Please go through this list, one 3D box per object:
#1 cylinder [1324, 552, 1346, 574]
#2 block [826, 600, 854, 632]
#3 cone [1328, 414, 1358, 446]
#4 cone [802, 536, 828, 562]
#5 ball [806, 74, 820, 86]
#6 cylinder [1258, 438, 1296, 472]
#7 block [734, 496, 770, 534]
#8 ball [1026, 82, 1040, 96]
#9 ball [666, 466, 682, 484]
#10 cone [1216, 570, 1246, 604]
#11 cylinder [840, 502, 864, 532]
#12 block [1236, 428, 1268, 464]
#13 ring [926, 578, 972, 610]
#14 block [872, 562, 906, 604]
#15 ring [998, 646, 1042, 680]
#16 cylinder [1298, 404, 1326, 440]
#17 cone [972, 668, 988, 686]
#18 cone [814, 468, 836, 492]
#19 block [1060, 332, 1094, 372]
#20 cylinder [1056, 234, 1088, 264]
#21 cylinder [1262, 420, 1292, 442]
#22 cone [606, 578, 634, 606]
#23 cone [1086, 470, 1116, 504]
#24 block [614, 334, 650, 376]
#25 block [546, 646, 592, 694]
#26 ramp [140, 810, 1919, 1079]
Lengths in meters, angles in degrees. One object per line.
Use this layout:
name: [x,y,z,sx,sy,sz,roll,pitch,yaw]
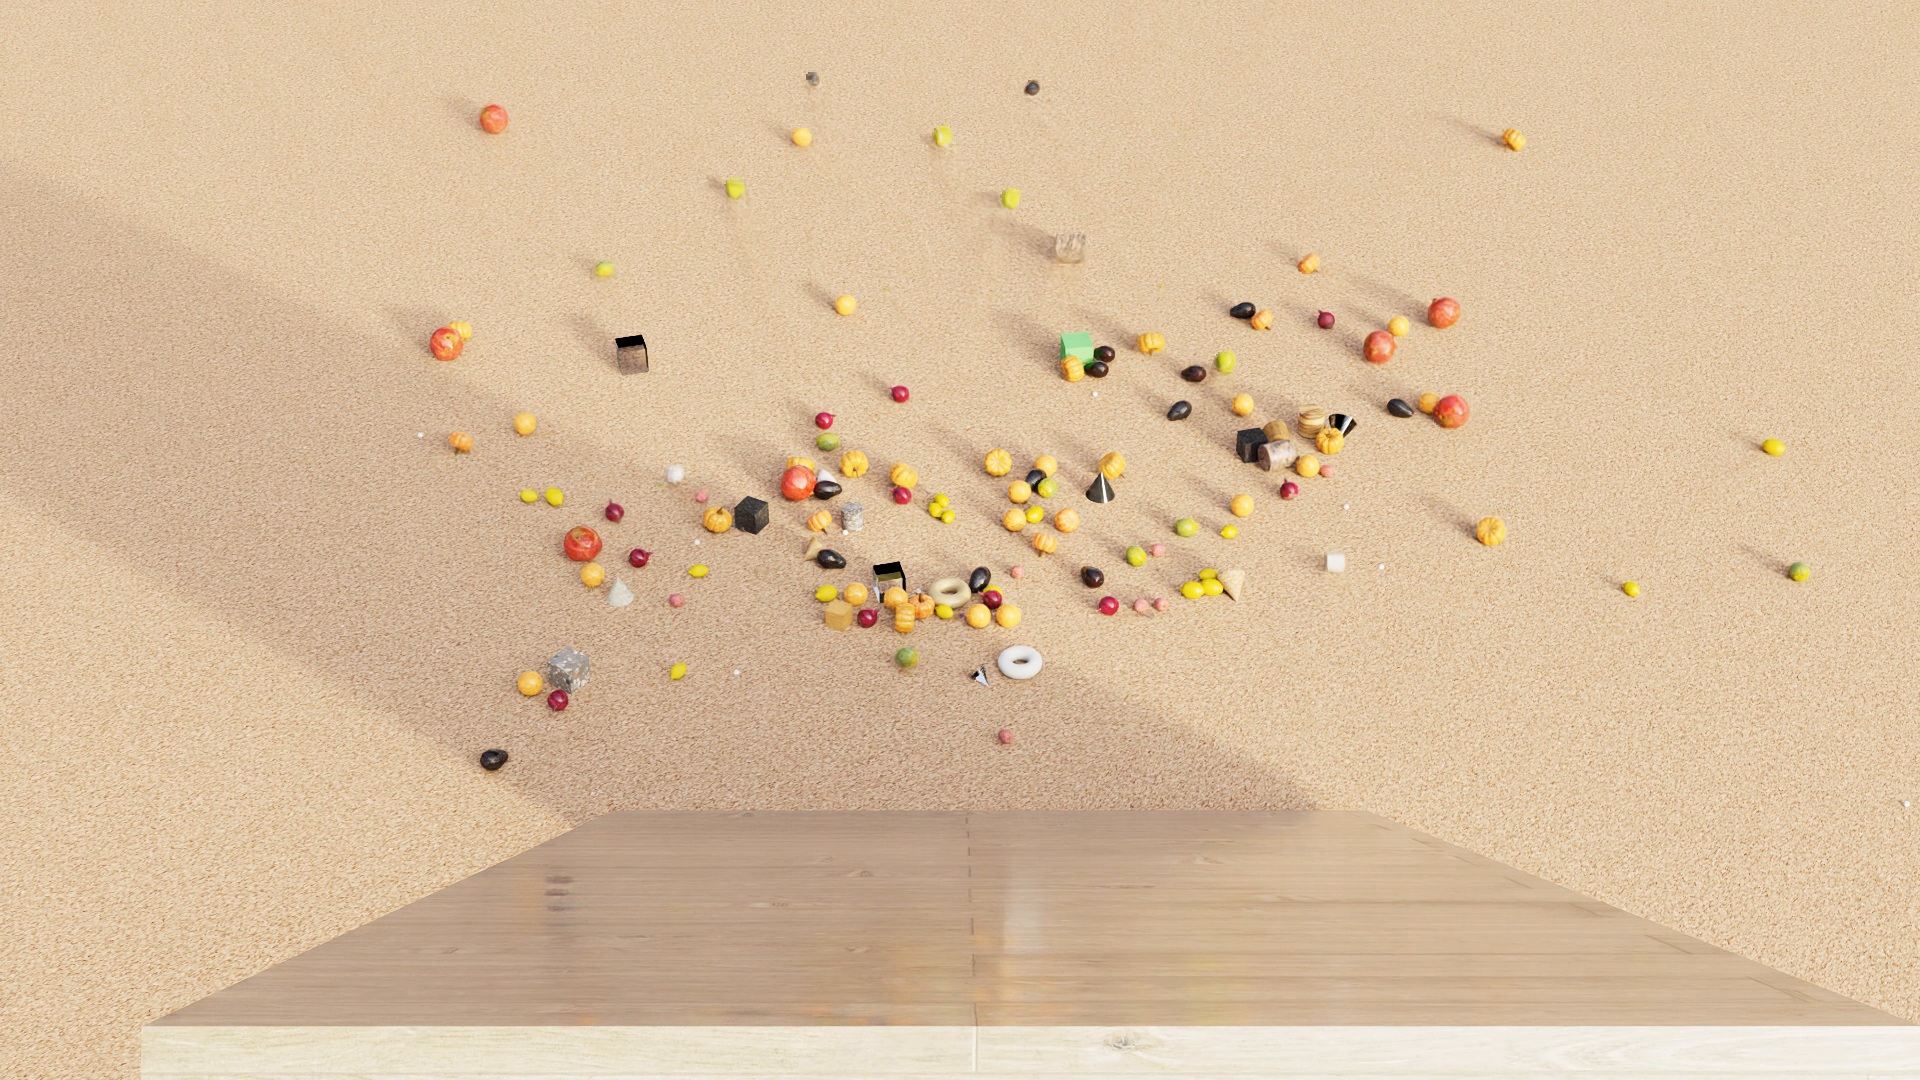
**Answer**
cylinder: [1.136,0.070,7.872,0.051,0.051,0.051,20,38,-1]
block: [-0.356,0.222,7.660,0.060,0.060,0.060,15,39,20]
cone: [1.227,-0.343,8.431,0.096,0.096,0.096,14,65,18]
cone: [-0.453,0.041,7.924,0.075,0.075,0.075,-42,48,-8]
ball: [-0.588,-1.844,10.429,0.054,0.054,0.054,0,37,0]
cylinder: [1.010,-0.269,8.294,0.090,0.090,0.090,-14,39,-18]
block: [-0.644,-0.077,8.046,0.076,0.076,0.076,18,41,23]
ball: [0.290,-1.799,10.366,0.056,0.056,0.056,0,37,0]
ball: [-0.905,-0.205,8.237,0.054,0.054,0.054,0,37,0]
cone: [0.819,0.150,7.774,0.089,0.089,0.089,-7,64,-9]
cylinder: [-0.333,-0.071,8.045,0.069,0.069,0.069,0,37,0]
block: [0.938,-0.304,8.350,0.077,0.077,0.077,-9,38,-12]
ring: [-0.033,0.159,7.758,0.134,0.045,0.134,0,36,0]
block: [-0.211,0.126,7.770,0.082,0.082,0.082,-9,38,-11]
ring: [0.173,0.353,7.501,0.129,0.043,0.129,-1,38,1]
cylinder: [1.141,-0.385,8.453,0.083,0.083,0.083,0,37,0]
cone: [0.066,0.400,7.454,0.050,0.050,0.050,-29,72,-33]
cone: [-0.441,-0.175,8.215,0.072,0.072,0.072,26,71,30]
block: [0.394,-0.634,8.778,0.094,0.094,0.094,-5,37,-6]
cylinder: [0.399,-1.041,9.315,0.100,0.100,0.100,6,37,8]
cylinder: [1.022,-0.327,8.375,0.084,0.084,0.084,-3,37,-3]
cone: [-1.016,0.140,7.752,0.082,0.082,0.082,0,37,0]
cone: [0.442,-0.181,8.171,0.094,0.094,0.094,0,37,0]
block: [-1.105,-0.623,8.763,0.093,0.093,0.093,-10,38,-13]
block: [-1.118,0.373,7.438,0.084,0.084,0.084,23,42,27]
ramp: [0.081,0.682,4.917,2.000,0.100,4.000,0,-2,0]
